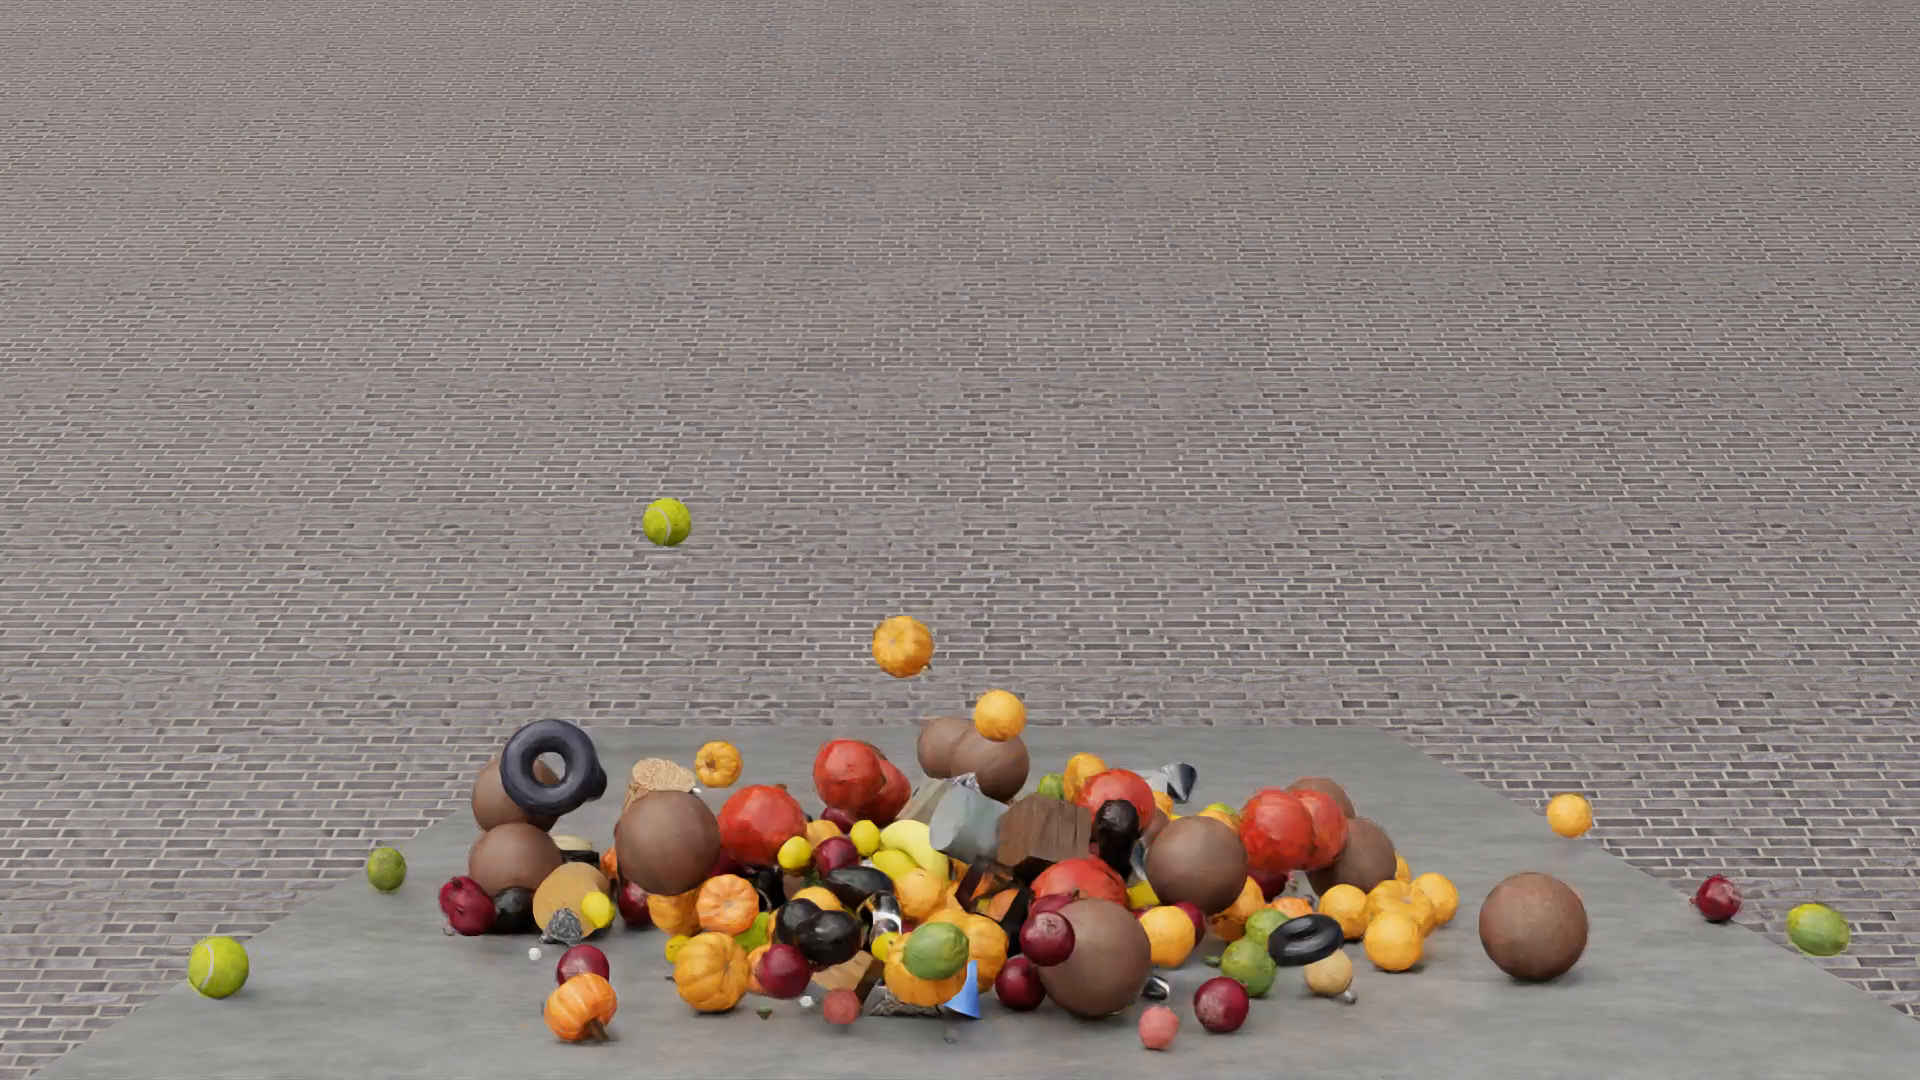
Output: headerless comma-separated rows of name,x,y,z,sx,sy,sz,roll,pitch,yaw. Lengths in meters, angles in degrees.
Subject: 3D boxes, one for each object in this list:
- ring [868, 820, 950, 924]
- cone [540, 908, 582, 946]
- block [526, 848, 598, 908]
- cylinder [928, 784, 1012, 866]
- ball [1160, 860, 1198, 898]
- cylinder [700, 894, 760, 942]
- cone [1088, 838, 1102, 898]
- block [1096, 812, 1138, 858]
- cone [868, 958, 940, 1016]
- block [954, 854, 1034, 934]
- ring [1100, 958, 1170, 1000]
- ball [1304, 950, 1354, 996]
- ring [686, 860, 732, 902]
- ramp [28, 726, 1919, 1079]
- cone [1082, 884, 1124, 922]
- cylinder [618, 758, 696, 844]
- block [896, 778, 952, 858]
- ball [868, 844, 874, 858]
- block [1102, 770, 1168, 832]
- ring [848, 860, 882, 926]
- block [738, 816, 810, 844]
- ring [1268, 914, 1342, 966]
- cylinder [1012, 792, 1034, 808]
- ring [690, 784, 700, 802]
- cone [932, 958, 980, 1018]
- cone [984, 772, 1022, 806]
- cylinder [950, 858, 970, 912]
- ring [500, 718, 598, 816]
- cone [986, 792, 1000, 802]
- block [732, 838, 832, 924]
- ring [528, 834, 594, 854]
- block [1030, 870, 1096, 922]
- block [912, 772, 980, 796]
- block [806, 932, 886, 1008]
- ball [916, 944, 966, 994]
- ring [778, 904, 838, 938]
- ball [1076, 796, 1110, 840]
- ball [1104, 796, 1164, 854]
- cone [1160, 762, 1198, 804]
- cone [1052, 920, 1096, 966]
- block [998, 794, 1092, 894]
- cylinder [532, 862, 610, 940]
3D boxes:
ring,-0.068,0.441,3.432,0.046,0.137,0.137,3,18,-46
cone,-0.531,0.515,3.370,0.054,0.054,0.054,-34,11,30
block,-0.567,0.485,3.690,0.074,0.074,0.074,0,1,24
cylinder,0.022,0.373,3.323,0.090,0.090,0.090,26,18,-24
ball,0.320,0.493,3.761,0.055,0.055,0.055,0,27,0
cylinder,-0.304,0.498,3.405,0.055,0.055,0.055,1,22,41
cone,0.183,0.497,3.746,0.097,0.097,0.097,-10,30,-19
block,0.245,0.465,4.045,0.059,0.059,0.059,5,69,-3
cone,-0.070,0.517,2.899,0.073,0.073,0.073,-27,30,0
block,0.042,0.432,3.154,0.061,0.061,0.061,26,7,-26
ring,0.202,0.508,2.988,0.087,0.029,0.087,22,-7,3
ball,0.429,0.503,3.010,0.058,0.058,0.058,0,27,0
ring,-0.335,0.497,3.748,0.146,0.049,0.146,1,2,0
ramp,0.062,0.557,4.595,2.000,0.100,4.000,0,1,0
cone,0.185,0.484,3.411,0.052,0.052,0.052,-14,24,17
cylinder,-0.463,0.402,3.944,0.098,0.098,0.098,14,24,-6
block,-0.031,0.407,3.779,0.081,0.081,0.081,-48,11,-13
ball,-0.115,0.489,3.985,0.056,0.056,0.056,0,27,0
block,0.307,0.459,4.535,0.097,0.097,0.097,0,1,-9
ring,-0.126,0.475,3.402,0.035,0.106,0.106,4,27,-9
block,-0.285,0.473,3.971,0.088,0.088,0.088,0,1,14
ring,0.382,0.443,2.859,0.086,0.029,0.086,-17,15,5
cylinder,0.093,0.445,3.881,0.095,0.095,0.095,-30,33,-4
ring,-0.549,0.484,4.934,0.107,0.036,0.107,-1,-2,0
cone,0.006,0.495,2.887,0.060,0.060,0.060,22,-4,2
cone,0.077,0.418,4.223,0.062,0.062,0.062,-8,69,-14
cylinder,0.019,0.478,3.610,0.063,0.063,0.063,5,26,-2
ring,-0.566,0.314,3.563,0.136,0.136,0.045,-5,-6,-10
cone,0.042,0.467,4.522,0.063,0.063,0.063,-7,20,35
block,-0.248,0.474,3.592,0.098,0.098,0.098,-1,1,-41
ring,-0.643,0.498,4.160,0.104,0.035,0.104,1,2,0
block,0.124,0.447,3.499,0.086,0.086,0.086,-21,48,-5
block,-0.015,0.414,3.971,0.083,0.083,0.083,-11,-14,-17
block,-0.128,0.488,2.931,0.058,0.058,0.058,29,-8,20
ball,-0.023,0.502,3.015,0.061,0.061,0.061,0,27,0
ring,-0.199,0.499,3.382,0.081,0.027,0.081,17,-12,4
ball,0.227,0.474,4.406,0.071,0.071,0.071,0,27,0
ball,0.279,0.464,4.172,0.100,0.100,0.100,0,27,0
cone,0.422,0.482,4.935,0.083,0.083,0.083,-4,28,-7
cone,0.130,0.515,3.236,0.061,0.061,0.061,13,58,-22
block,0.106,0.383,3.256,0.085,0.085,0.085,18,57,-22
cylinder,-0.515,0.480,3.429,0.092,0.092,0.092,-1,1,-2
